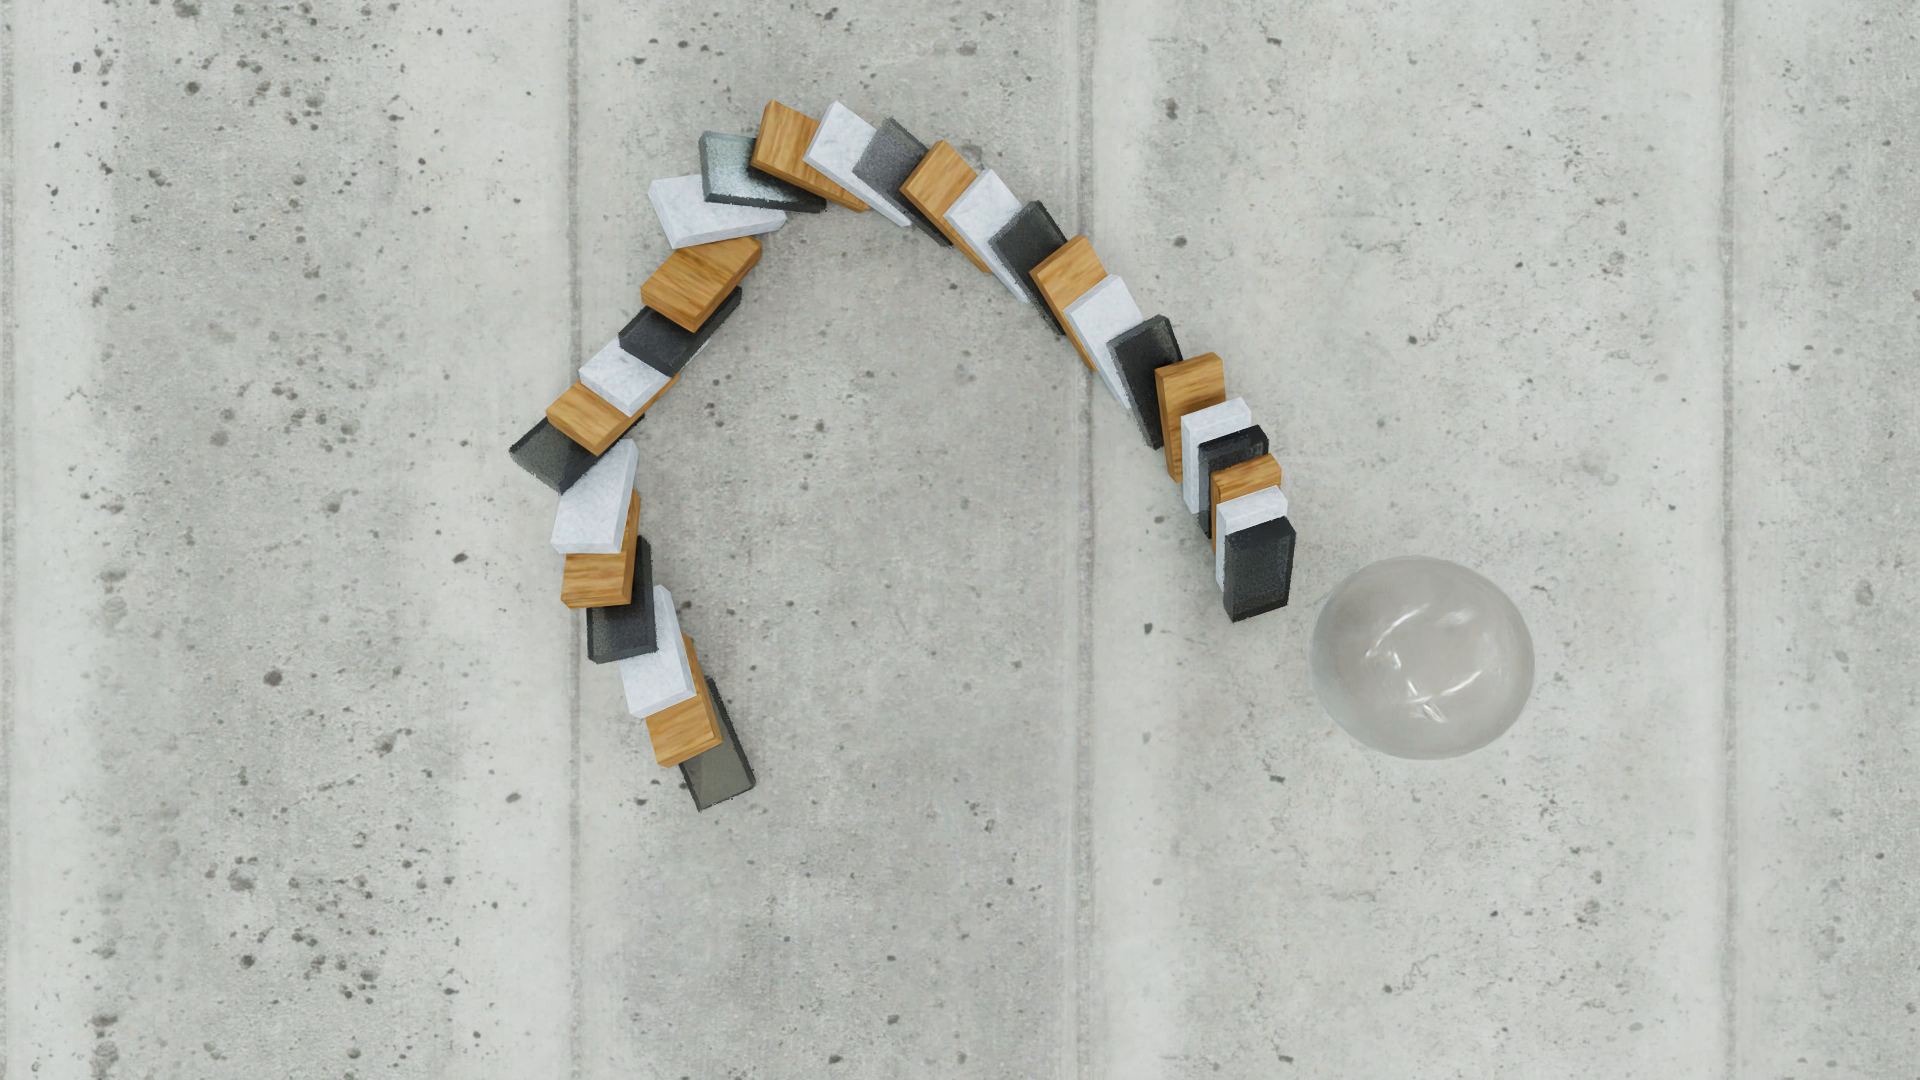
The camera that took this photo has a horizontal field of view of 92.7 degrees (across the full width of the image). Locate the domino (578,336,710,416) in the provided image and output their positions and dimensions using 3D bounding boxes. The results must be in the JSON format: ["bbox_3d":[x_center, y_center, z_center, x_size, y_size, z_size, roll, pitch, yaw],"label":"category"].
[{"bbox_3d":[-0.131,-0.077,0.384,0.025,0.010,0.050,35,62,2],"label":"domino"}]

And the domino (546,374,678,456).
[{"bbox_3d":[-0.145,-0.061,0.384,0.025,0.010,0.050,35,62,3],"label":"domino"}]

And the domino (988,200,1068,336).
[{"bbox_3d":[0.037,-0.113,0.384,0.025,0.009,0.050,-43,118,0],"label":"domino"}]

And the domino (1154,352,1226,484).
[{"bbox_3d":[0.098,-0.050,0.382,0.025,0.010,0.050,-17,123,-2],"label":"domino"}]

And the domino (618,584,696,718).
[{"bbox_3d":[-0.130,0.046,0.385,0.025,0.010,0.050,-23,64,0],"label":"domino"}]

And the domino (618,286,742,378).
[{"bbox_3d":[-0.117,-0.093,0.384,0.025,0.009,0.050,31,62,0],"label":"domino"}]

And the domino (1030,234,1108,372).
[{"bbox_3d":[0.053,-0.099,0.384,0.025,0.010,0.050,-38,117,0],"label":"domino"}]

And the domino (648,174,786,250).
[{"bbox_3d":[-0.101,-0.139,0.382,0.050,0.009,0.025,-24,89,-33],"label":"domino"}]

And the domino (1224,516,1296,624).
[{"bbox_3d":[0.123,0.013,0.378,0.025,0.050,0.009,-18,49,0],"label":"domino"}]

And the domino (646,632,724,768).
[{"bbox_3d":[-0.120,0.067,0.385,0.025,0.009,0.050,-25,64,-1],"label":"domino"}]

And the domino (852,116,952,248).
[{"bbox_3d":[-0.017,-0.149,0.384,0.050,0.010,0.025,32,90,-29],"label":"domino"}]

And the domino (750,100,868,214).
[{"bbox_3d":[-0.060,-0.159,0.383,0.050,0.009,0.025,15,89,-30],"label":"domino"}]

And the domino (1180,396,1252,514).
[{"bbox_3d":[0.105,-0.034,0.378,0.025,0.050,0.009,-18,49,0],"label":"domino"}]

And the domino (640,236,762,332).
[{"bbox_3d":[-0.108,-0.112,0.384,0.025,0.010,0.050,31,63,0],"label":"domino"}]

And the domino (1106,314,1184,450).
[{"bbox_3d":[0.083,-0.066,0.385,0.025,0.010,0.050,-29,117,0],"label":"domino"}]

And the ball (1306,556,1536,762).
[{"bbox_3d":[0.179,0.046,0.360,0.080,0.080,0.080,0,90,0],"label":"ball"}]

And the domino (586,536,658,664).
[{"bbox_3d":[-0.143,0.025,0.385,0.025,0.010,0.050,-13,65,0],"label":"domino"}]

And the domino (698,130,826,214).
[{"bbox_3d":[-0.082,-0.153,0.383,0.050,0.010,0.025,-5,90,-31],"label":"domino"}]

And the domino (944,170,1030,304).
[{"bbox_3d":[0.019,-0.127,0.384,0.050,0.010,0.025,41,90,-28],"label":"domino"}]

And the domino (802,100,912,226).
[{"bbox_3d":[-0.038,-0.156,0.384,0.050,0.009,0.025,26,89,-29],"label":"domino"}]

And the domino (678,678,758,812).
[{"bbox_3d":[-0.110,0.088,0.395,0.025,0.010,0.050,-23,90,0],"label":"domino"}]

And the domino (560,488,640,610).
[{"bbox_3d":[-0.150,0.003,0.384,0.025,0.009,0.050,-5,63,0],"label":"domino"}]

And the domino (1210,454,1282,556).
[{"bbox_3d":[0.117,-0.012,0.378,0.025,0.050,0.010,-19,49,1],"label":"domino"}]

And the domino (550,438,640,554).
[{"bbox_3d":[-0.152,-0.019,0.384,0.025,0.010,0.050,0,63,0],"label":"domino"}]

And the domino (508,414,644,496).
[{"bbox_3d":[-0.159,-0.045,0.383,0.025,0.009,0.050,35,62,4],"label":"domino"}]

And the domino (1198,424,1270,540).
[{"bbox_3d":[0.112,-0.023,0.378,0.025,0.050,0.010,-18,49,0],"label":"domino"}]

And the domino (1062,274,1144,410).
[{"bbox_3d":[0.067,-0.083,0.384,0.025,0.009,0.050,-38,117,0],"label":"domino"}]

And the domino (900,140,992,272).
[{"bbox_3d":[0.002,-0.139,0.384,0.050,0.009,0.025,38,90,-28],"label":"domino"}]

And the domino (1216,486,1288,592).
[{"bbox_3d":[0.119,0.001,0.378,0.025,0.050,0.009,-18,49,0],"label":"domino"}]
